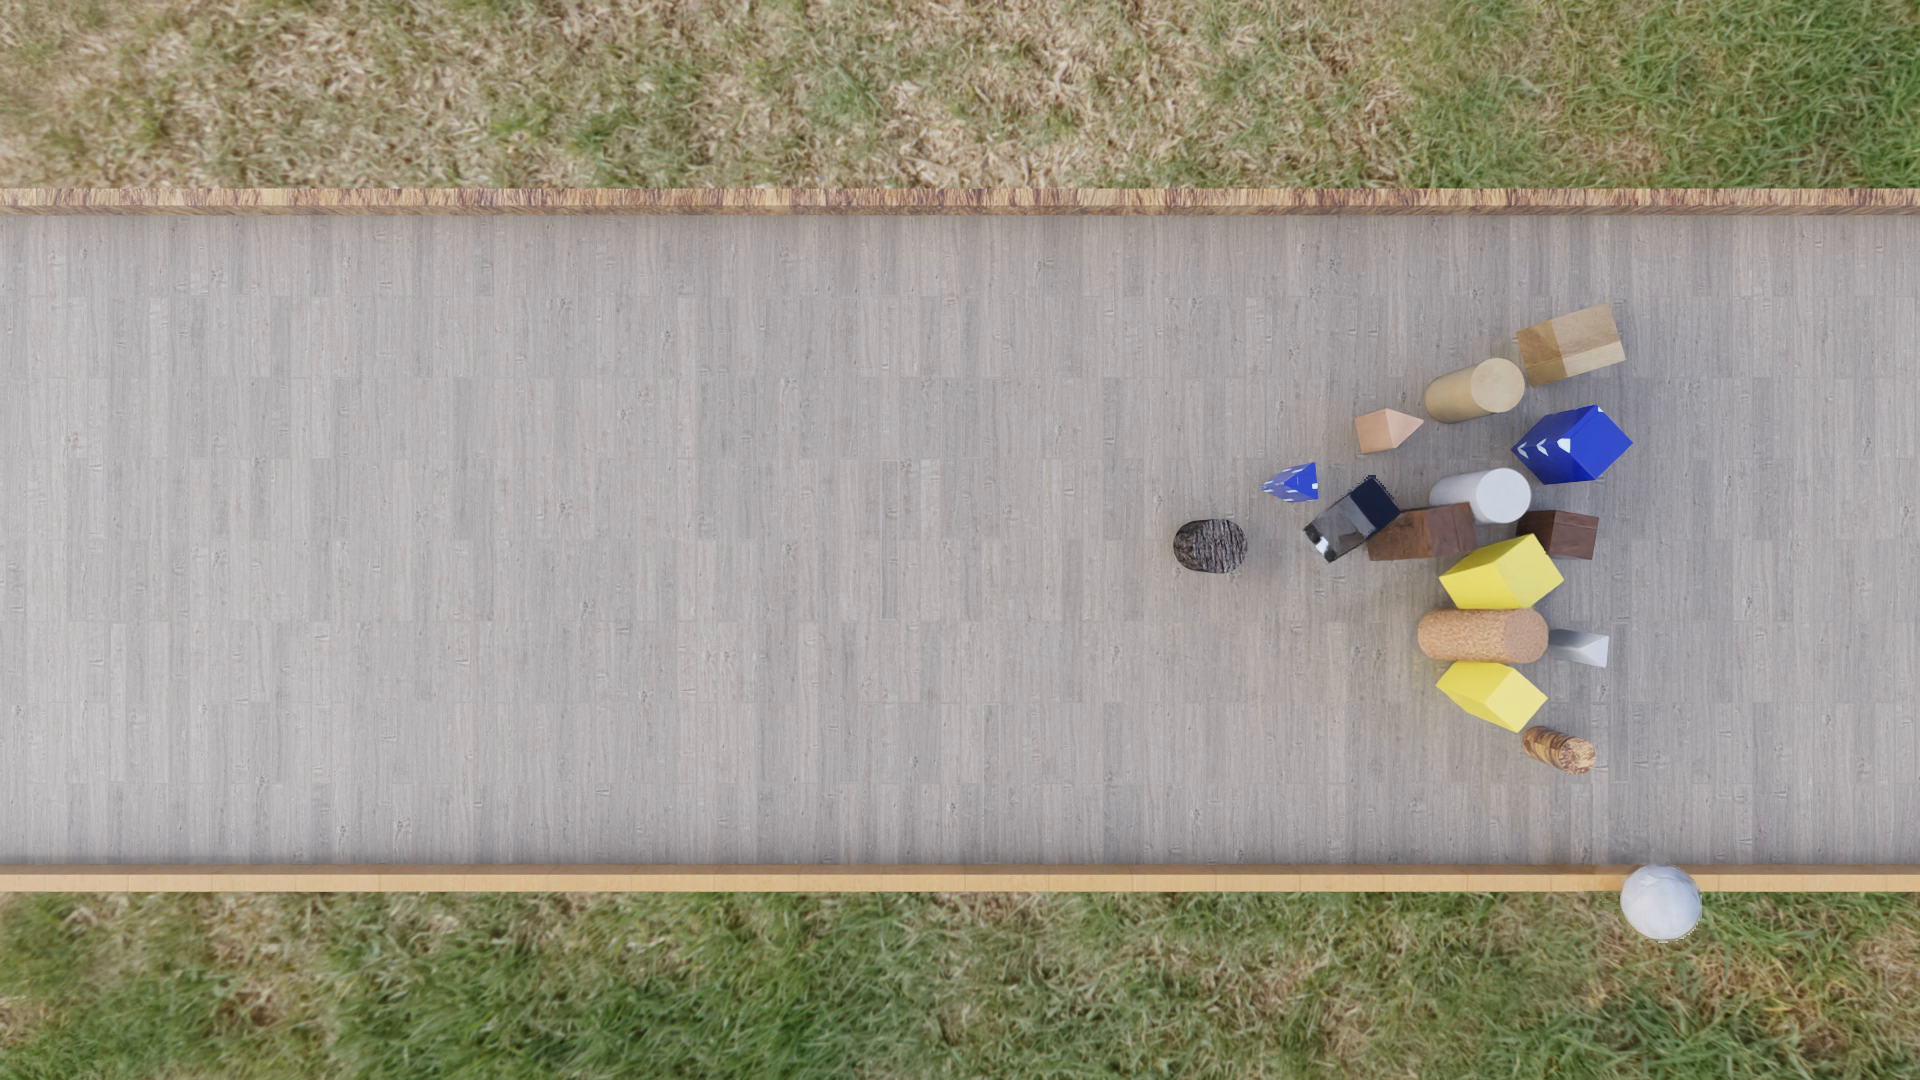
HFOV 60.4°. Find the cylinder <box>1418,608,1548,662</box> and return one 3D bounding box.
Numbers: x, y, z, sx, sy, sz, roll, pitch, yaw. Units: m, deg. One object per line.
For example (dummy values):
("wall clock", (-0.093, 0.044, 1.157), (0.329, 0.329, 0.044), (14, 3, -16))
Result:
("cylinder", (1.533, 0.280, 4.856), (0.155, 0.413, 0.155), (1, 87, -19))

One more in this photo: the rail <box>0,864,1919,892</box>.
("rail", (-2.247, 1.025, 5.001), (12.000, 0.150, 0.050), (0, 90, 0))

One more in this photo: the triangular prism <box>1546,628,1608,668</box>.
("triangular prism", (1.821, 0.305, 4.884), (0.089, 0.386, 0.077), (36, 90, 0))

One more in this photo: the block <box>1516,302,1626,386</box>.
("block", (1.819, -0.580, 4.925), (0.176, 0.302, 0.176), (-17, 90, 0))

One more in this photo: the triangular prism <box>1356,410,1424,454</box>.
("triangular prism", (1.250, -0.338, 4.895), (0.115, 0.363, 0.099), (-42, 90, 0))

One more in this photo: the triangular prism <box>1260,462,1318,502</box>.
("triangular prism", (0.989, -0.179, 4.885), (0.106, 0.382, 0.092), (25, 90, 0))

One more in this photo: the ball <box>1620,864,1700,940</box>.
("ball", (2.045, 1.058, 4.818), (0.216, 0.216, 0.216), (0, 90, 0))

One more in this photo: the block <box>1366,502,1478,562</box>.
("block", (1.351, -0.022, 4.868), (0.137, 0.395, 0.137), (-10, 90, -13))

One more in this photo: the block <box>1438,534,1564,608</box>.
("block", (1.606, 0.116, 4.908), (0.165, 0.303, 0.165), (-33, 90, -17))

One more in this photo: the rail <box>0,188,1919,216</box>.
("rail", (-2.247, -1.025, 5.002), (12.000, 0.150, 0.050), (0, 90, 0))

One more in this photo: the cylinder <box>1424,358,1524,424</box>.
("cylinder", (1.505, -0.433, 4.848), (0.153, 0.456, 0.153), (0, 90, 0))

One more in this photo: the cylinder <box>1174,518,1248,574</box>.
("cylinder", (0.734, 0.018, 4.867), (0.156, 0.419, 0.156), (0, 90, 0))

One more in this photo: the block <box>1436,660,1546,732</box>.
("block", (1.562, 0.446, 4.868), (0.131, 0.409, 0.131), (41, 90, -4))

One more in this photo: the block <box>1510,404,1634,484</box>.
("block", (1.800, -0.277, 4.874), (0.151, 0.404, 0.151), (-44, 90, 0))

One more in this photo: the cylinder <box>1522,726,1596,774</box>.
("cylinder", (1.783, 0.625, 4.921), (0.107, 0.312, 0.107), (0, 90, 0))

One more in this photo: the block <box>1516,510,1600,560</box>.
("block", (1.775, -0.014, 4.921), (0.127, 0.310, 0.127), (9, 90, 0))

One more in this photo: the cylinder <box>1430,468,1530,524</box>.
("cylinder", (1.522, -0.123, 4.850), (0.154, 0.451, 0.154), (0, 90, -1))

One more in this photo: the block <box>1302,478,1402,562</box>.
("block", (1.155, -0.055, 4.881), (0.134, 0.361, 0.134), (-37, 84, -10))
